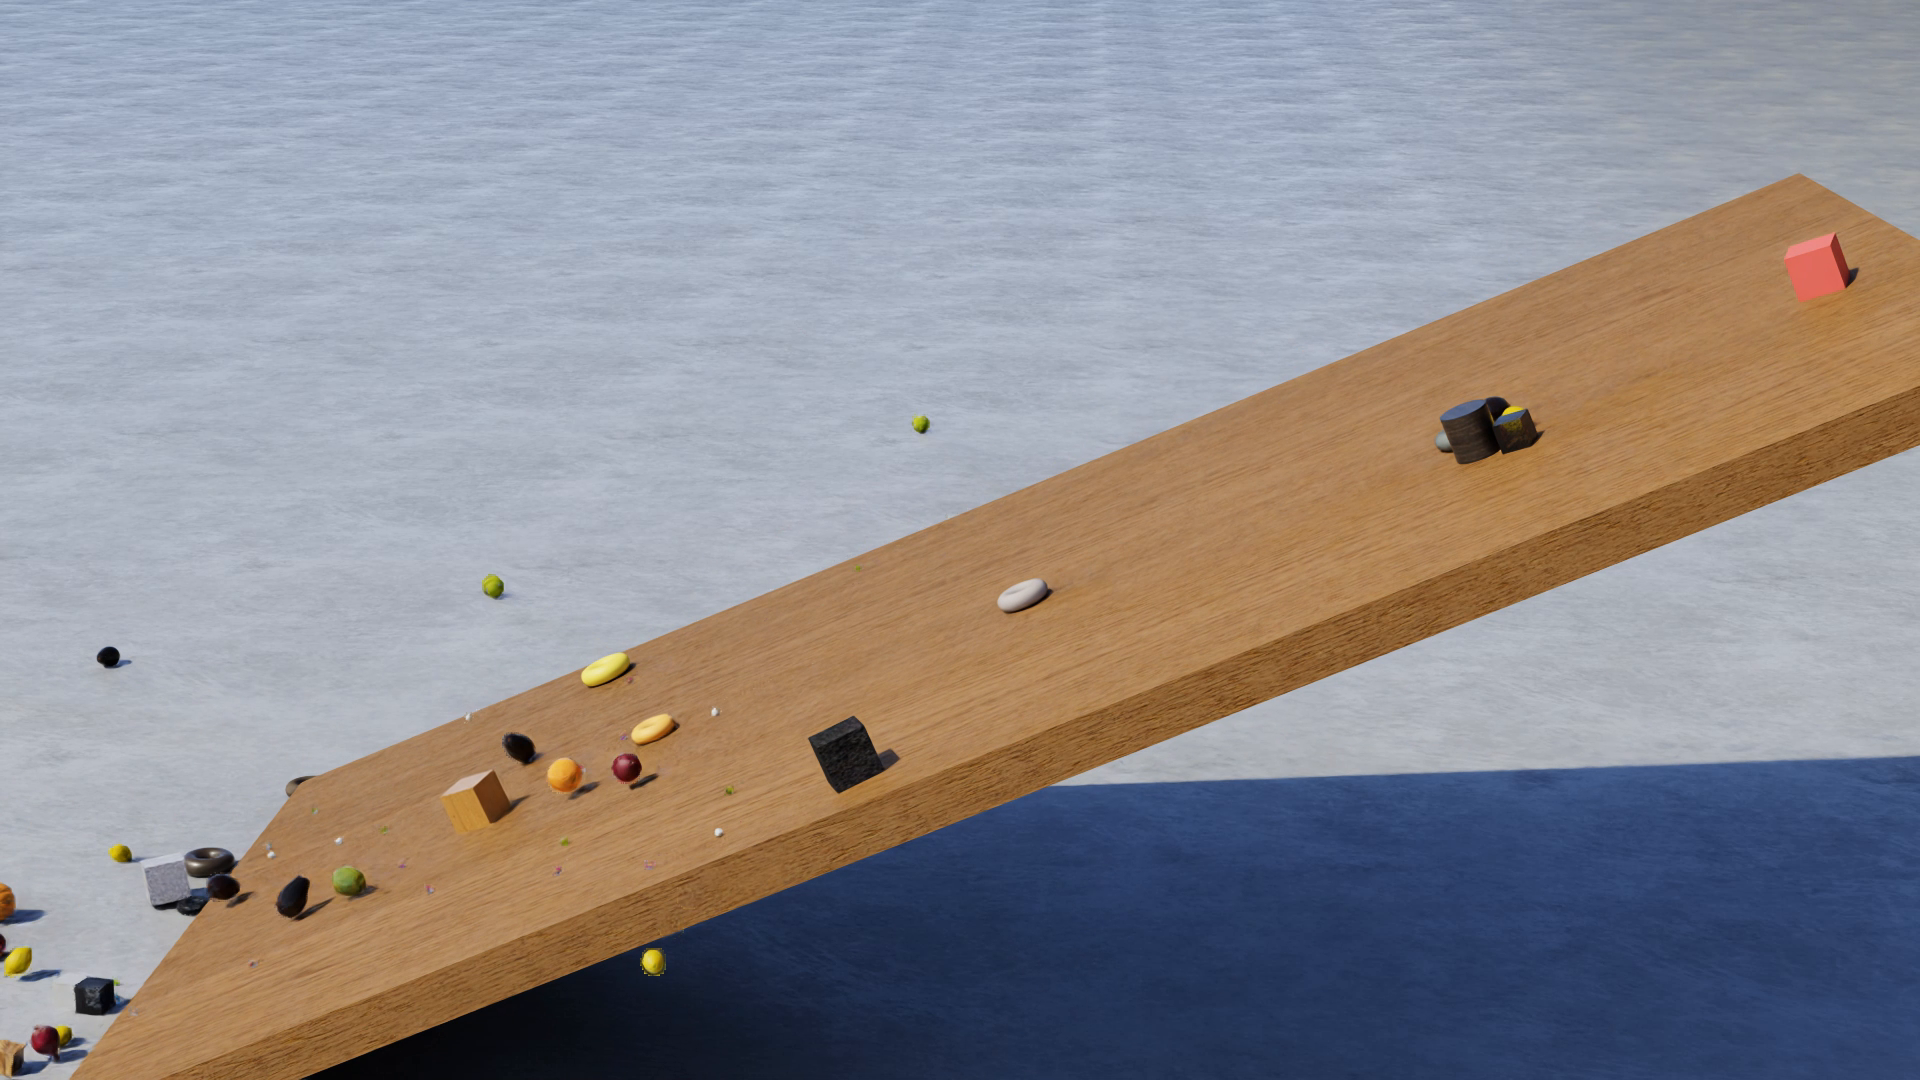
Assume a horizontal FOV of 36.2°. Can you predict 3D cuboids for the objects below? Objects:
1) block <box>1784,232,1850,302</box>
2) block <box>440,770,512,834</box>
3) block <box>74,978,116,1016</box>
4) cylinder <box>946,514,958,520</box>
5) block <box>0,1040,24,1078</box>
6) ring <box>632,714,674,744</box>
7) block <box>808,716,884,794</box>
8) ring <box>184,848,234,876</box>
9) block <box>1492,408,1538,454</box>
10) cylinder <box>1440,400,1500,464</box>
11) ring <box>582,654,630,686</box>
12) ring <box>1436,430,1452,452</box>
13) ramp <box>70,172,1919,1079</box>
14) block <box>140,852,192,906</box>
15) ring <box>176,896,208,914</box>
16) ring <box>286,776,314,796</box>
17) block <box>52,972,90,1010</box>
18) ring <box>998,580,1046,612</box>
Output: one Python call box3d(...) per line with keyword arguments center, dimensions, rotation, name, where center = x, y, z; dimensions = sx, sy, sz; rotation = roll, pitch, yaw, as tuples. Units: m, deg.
box3d(center=(1.720, -0.547, 5.899), dimensions=(0.094, 0.094, 0.094), rotation=(-17, 14, 28), name="block")
box3d(center=(-1.047, 0.566, 6.356), dimensions=(0.092, 0.092, 0.092), rotation=(-17, 14, 27), name="block")
box3d(center=(-1.870, 0.986, 6.356), dimensions=(0.060, 0.060, 0.060), rotation=(3, 15, 12), name="block")
box3d(center=(0.001, -0.044, 10.249), dimensions=(0.092, 0.092, 0.092), rotation=(-1, 15, -2), name="cylinder")
box3d(center=(-1.962, 1.065, 6.050), dimensions=(0.051, 0.051, 0.051), rotation=(13, 16, 5), name="block")
box3d(center=(-0.671, 0.414, 6.438), dimensions=(0.101, 0.034, 0.101), rotation=(-22, 13, 5), name="ring")
box3d(center=(-0.213, 0.401, 5.502), dimensions=(0.097, 0.097, 0.097), rotation=(-26, 13, -9), name="block")
box3d(center=(-1.833, 0.784, 7.166), dimensions=(0.129, 0.043, 0.129), rotation=(0, 13, 0), name="ring")
box3d(center=(1.086, -0.212, 5.752), dimensions=(0.060, 0.060, 0.060), rotation=(-16, 15, 31), name="block")
box3d(center=(1.011, -0.214, 5.810), dimensions=(0.096, 0.096, 0.096), rotation=(-23, 12, 5), name="cylinder")
box3d(center=(-0.864, 0.316, 7.178), dimensions=(0.127, 0.042, 0.127), rotation=(-24, 11, 5), name="ring")
box3d(center=(1.014, -0.214, 5.941), dimensions=(0.115, 0.038, 0.115), rotation=(-24, 9, 4), name="ring")
box3d(center=(0.129, 0.171, 6.286), dimensions=(4.000, 0.100, 2.000), rotation=(-22, 13, 8), name="ramp")
box3d(center=(-1.879, 0.802, 6.957), dimensions=(0.093, 0.093, 0.093), rotation=(-11, 9, -21), name="block")
box3d(center=(-1.801, 0.859, 6.912), dimensions=(0.079, 0.026, 0.079), rotation=(-1, 13, 0), name="ring")
box3d(center=(-1.702, 0.649, 7.692), dimensions=(0.121, 0.040, 0.121), rotation=(0, 13, 0), name="ring")
box3d(center=(-1.928, 0.979, 6.387), dimensions=(0.057, 0.057, 0.057), rotation=(4, 15, 17), name="block")
box3d(center=(0.132, 0.117, 6.189), dimensions=(0.112, 0.037, 0.112), rotation=(-23, 11, 5), name="ring")
